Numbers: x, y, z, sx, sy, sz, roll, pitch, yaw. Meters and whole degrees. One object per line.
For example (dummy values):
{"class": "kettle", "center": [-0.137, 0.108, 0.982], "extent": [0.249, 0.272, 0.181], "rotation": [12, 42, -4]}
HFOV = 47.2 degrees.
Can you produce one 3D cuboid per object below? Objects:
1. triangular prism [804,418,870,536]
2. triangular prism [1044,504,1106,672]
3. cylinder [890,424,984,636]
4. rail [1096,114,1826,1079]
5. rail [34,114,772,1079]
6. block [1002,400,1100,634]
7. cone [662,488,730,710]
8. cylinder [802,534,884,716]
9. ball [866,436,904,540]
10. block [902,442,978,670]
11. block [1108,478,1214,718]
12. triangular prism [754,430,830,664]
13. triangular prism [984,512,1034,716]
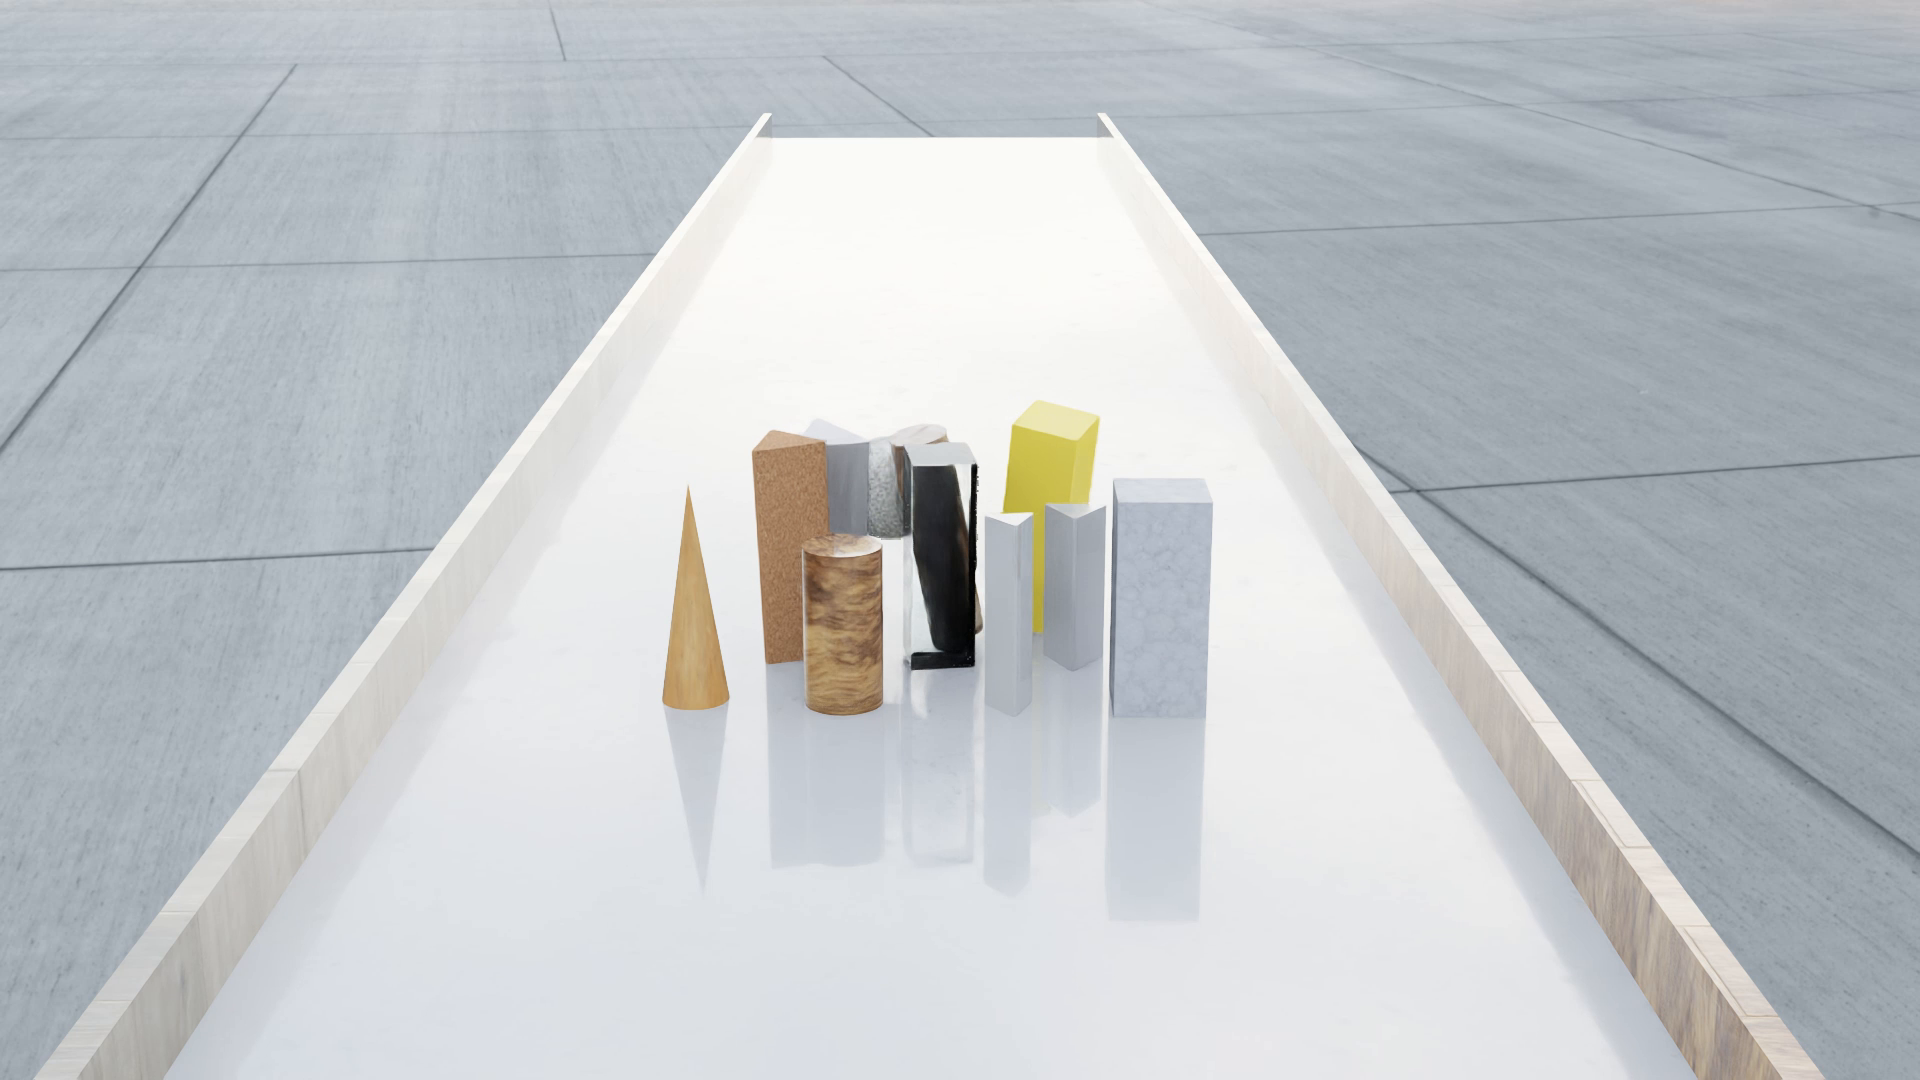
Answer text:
{"class": "triangular prism", "center": [-0.283, -0.026, 4.524], "extent": [0.154, 0.431, 0.134], "rotation": [-4, 27, -16]}
{"class": "triangular prism", "center": [0.213, 0.087, 4.381], "extent": [0.103, 0.315, 0.119], "rotation": [11, 20, 32]}
{"class": "cylinder", "center": [-0.046, -0.012, 4.456], "extent": [0.116, 0.436, 0.116], "rotation": [-9, 24, 4]}
{"class": "rail", "center": [0.932, -0.844, 7.801], "extent": [0.050, 0.150, 12.000], "rotation": [0, 17, -1]}
{"class": "rail", "center": [-1.118, -0.838, 7.780], "extent": [0.050, 0.150, 12.000], "rotation": [0, 17, -1]}
{"class": "block", "center": [0.174, -0.045, 4.527], "extent": [0.138, 0.452, 0.138], "rotation": [16, 30, 17]}
{"class": "cone", "center": [-0.506, 0.097, 4.148], "extent": [0.129, 0.428, 0.129], "rotation": [0, 17, 0]}
{"class": "cylinder", "center": [-0.221, 0.159, 4.148], "extent": [0.151, 0.311, 0.151], "rotation": [0, 17, 0]}
{"class": "ball", "center": [-0.149, -0.109, 4.567], "extent": [0.215, 0.215, 0.215], "rotation": [0, 17, 0]}
{"class": "block", "center": [-0.041, 0.033, 4.343], "extent": [0.126, 0.430, 0.126], "rotation": [-3, 22, -9]}
{"class": "block", "center": [0.374, 0.107, 4.132], "extent": [0.172, 0.418, 0.172], "rotation": [0, 17, 1]}
{"class": "triangular prism", "center": [-0.346, 0.008, 4.397], "extent": [0.145, 0.446, 0.126], "rotation": [-9, 21, -18]}
{"class": "triangular prism", "center": [0.105, 0.135, 4.118], "extent": [0.079, 0.373, 0.091], "rotation": [-13, 21, -36]}
